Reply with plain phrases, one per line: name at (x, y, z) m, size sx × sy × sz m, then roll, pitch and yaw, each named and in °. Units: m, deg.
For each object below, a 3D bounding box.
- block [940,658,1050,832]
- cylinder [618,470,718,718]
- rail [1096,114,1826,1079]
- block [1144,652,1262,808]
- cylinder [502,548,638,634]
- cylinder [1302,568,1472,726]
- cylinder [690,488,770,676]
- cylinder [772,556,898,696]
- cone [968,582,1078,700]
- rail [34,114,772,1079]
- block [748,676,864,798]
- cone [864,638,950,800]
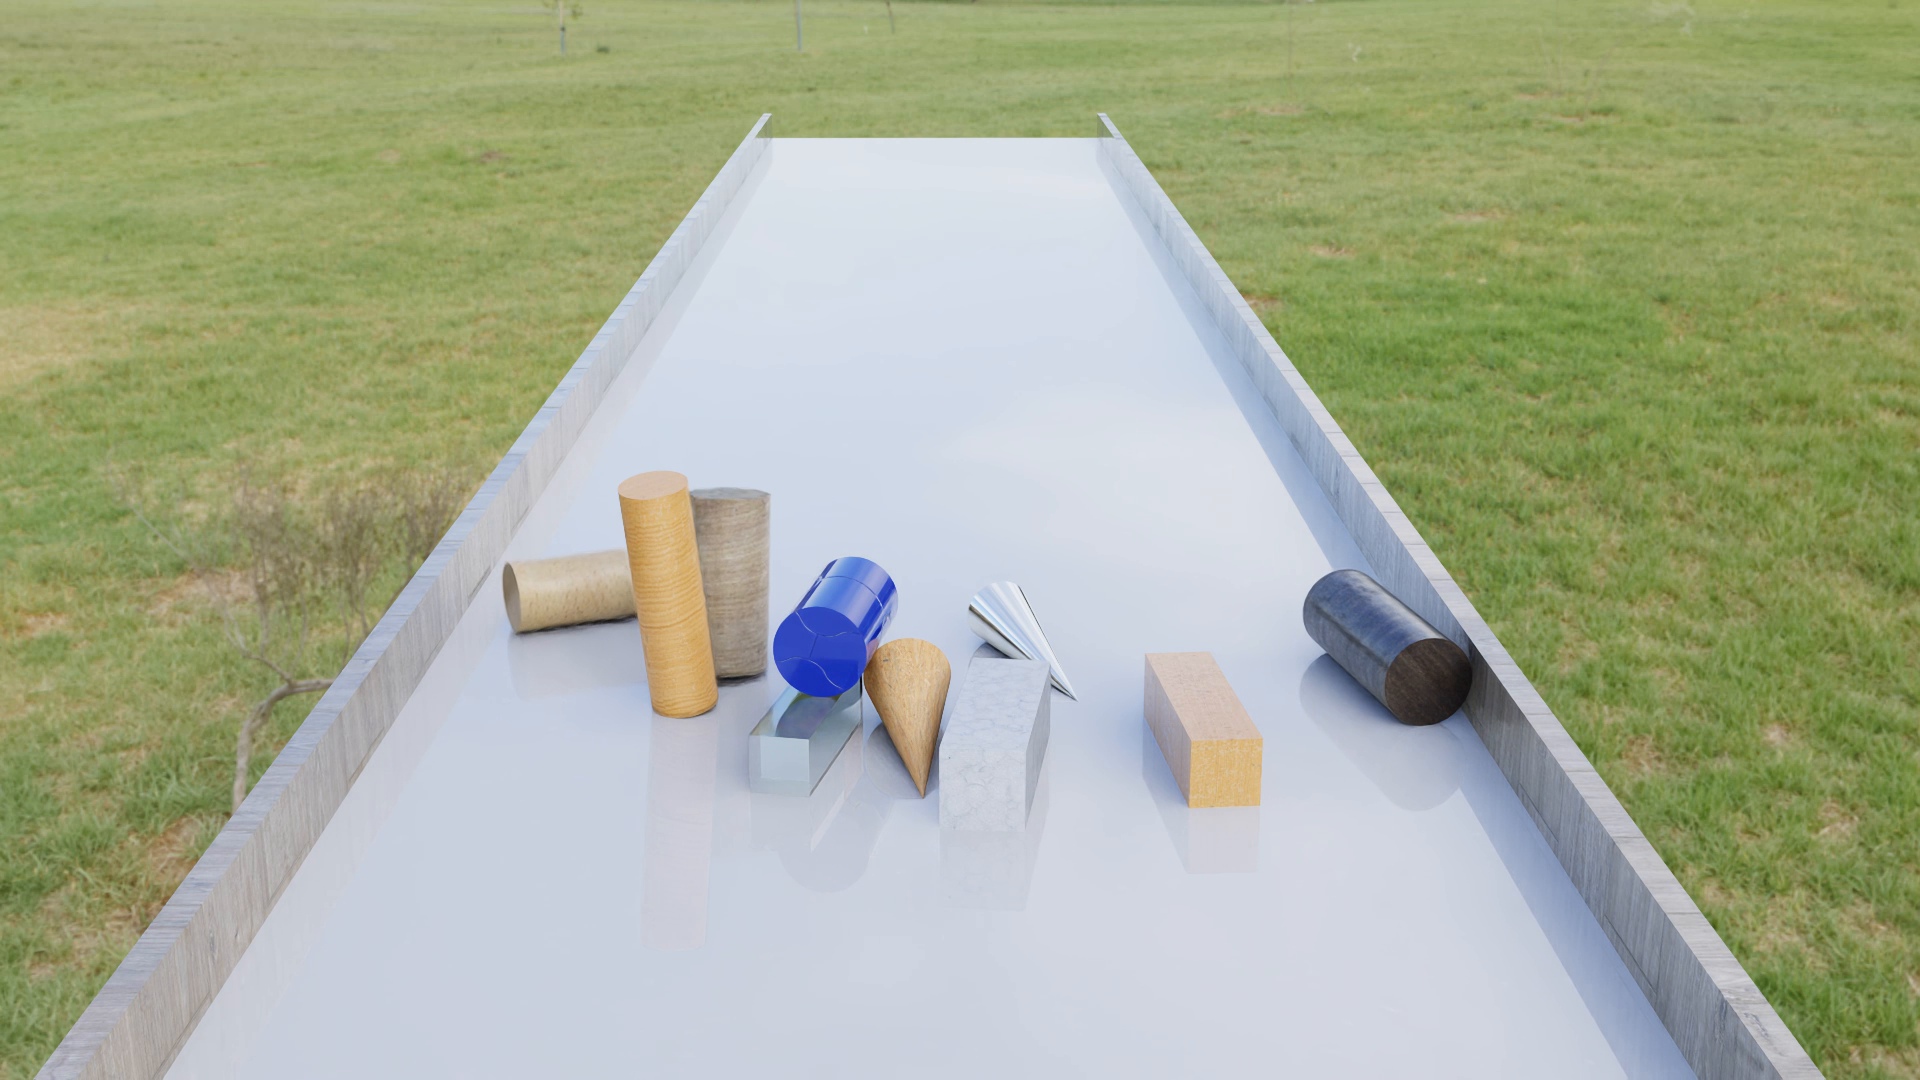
block at (0.066, 0.347, 3.810) m, size 0.142 × 0.142 × 0.441 m, roll 2°, pitch 17°, yaw 7°
cylinder at (-0.537, 0.103, 4.066) m, size 0.127 × 0.449 × 0.127 m, roll -4°, pitch 25°, yaw 2°
rail at (0.932, -0.844, 7.801) m, size 0.050 × 0.150 × 12.000 m, roll 0°, pitch 17°, yaw -1°
block at (0.426, 0.330, 3.904) m, size 0.122 × 0.122 × 0.439 m, roll -2°, pitch 17°, yaw -5°
cylinder at (-0.754, 0.097, 4.643) m, size 0.389 × 0.147 × 0.147 m, roll -8°, pitch 18°, yaw -24°
cylinder at (0.819, 0.201, 4.250) m, size 0.172 × 0.172 × 0.433 m, roll -3°, pitch 17°, yaw -11°
cylinder at (-0.455, 0.081, 4.315) m, size 0.162 × 0.347 × 0.162 m, roll 2°, pitch 9°, yaw 0°
cylinder at (-0.225, 0.156, 4.034) m, size 0.170 × 0.170 × 0.303 m, roll 3°, pitch 17°, yaw 9°
cone at (0.152, 0.227, 4.347) m, size 0.134 × 0.134 × 0.390 m, roll -7°, pitch 28°, yaw -22°
rail at (-1.118, -0.838, 7.780) m, size 0.050 × 0.150 × 12.000 m, roll 0°, pitch 17°, yaw -1°
block at (-0.270, 0.333, 3.920) m, size 0.106 × 0.106 × 0.371 m, roll 3°, pitch 17°, yaw 11°
cone at (-0.080, 0.347, 3.917) m, size 0.164 × 0.164 × 0.401 m, roll -1°, pitch 28°, yaw -5°
